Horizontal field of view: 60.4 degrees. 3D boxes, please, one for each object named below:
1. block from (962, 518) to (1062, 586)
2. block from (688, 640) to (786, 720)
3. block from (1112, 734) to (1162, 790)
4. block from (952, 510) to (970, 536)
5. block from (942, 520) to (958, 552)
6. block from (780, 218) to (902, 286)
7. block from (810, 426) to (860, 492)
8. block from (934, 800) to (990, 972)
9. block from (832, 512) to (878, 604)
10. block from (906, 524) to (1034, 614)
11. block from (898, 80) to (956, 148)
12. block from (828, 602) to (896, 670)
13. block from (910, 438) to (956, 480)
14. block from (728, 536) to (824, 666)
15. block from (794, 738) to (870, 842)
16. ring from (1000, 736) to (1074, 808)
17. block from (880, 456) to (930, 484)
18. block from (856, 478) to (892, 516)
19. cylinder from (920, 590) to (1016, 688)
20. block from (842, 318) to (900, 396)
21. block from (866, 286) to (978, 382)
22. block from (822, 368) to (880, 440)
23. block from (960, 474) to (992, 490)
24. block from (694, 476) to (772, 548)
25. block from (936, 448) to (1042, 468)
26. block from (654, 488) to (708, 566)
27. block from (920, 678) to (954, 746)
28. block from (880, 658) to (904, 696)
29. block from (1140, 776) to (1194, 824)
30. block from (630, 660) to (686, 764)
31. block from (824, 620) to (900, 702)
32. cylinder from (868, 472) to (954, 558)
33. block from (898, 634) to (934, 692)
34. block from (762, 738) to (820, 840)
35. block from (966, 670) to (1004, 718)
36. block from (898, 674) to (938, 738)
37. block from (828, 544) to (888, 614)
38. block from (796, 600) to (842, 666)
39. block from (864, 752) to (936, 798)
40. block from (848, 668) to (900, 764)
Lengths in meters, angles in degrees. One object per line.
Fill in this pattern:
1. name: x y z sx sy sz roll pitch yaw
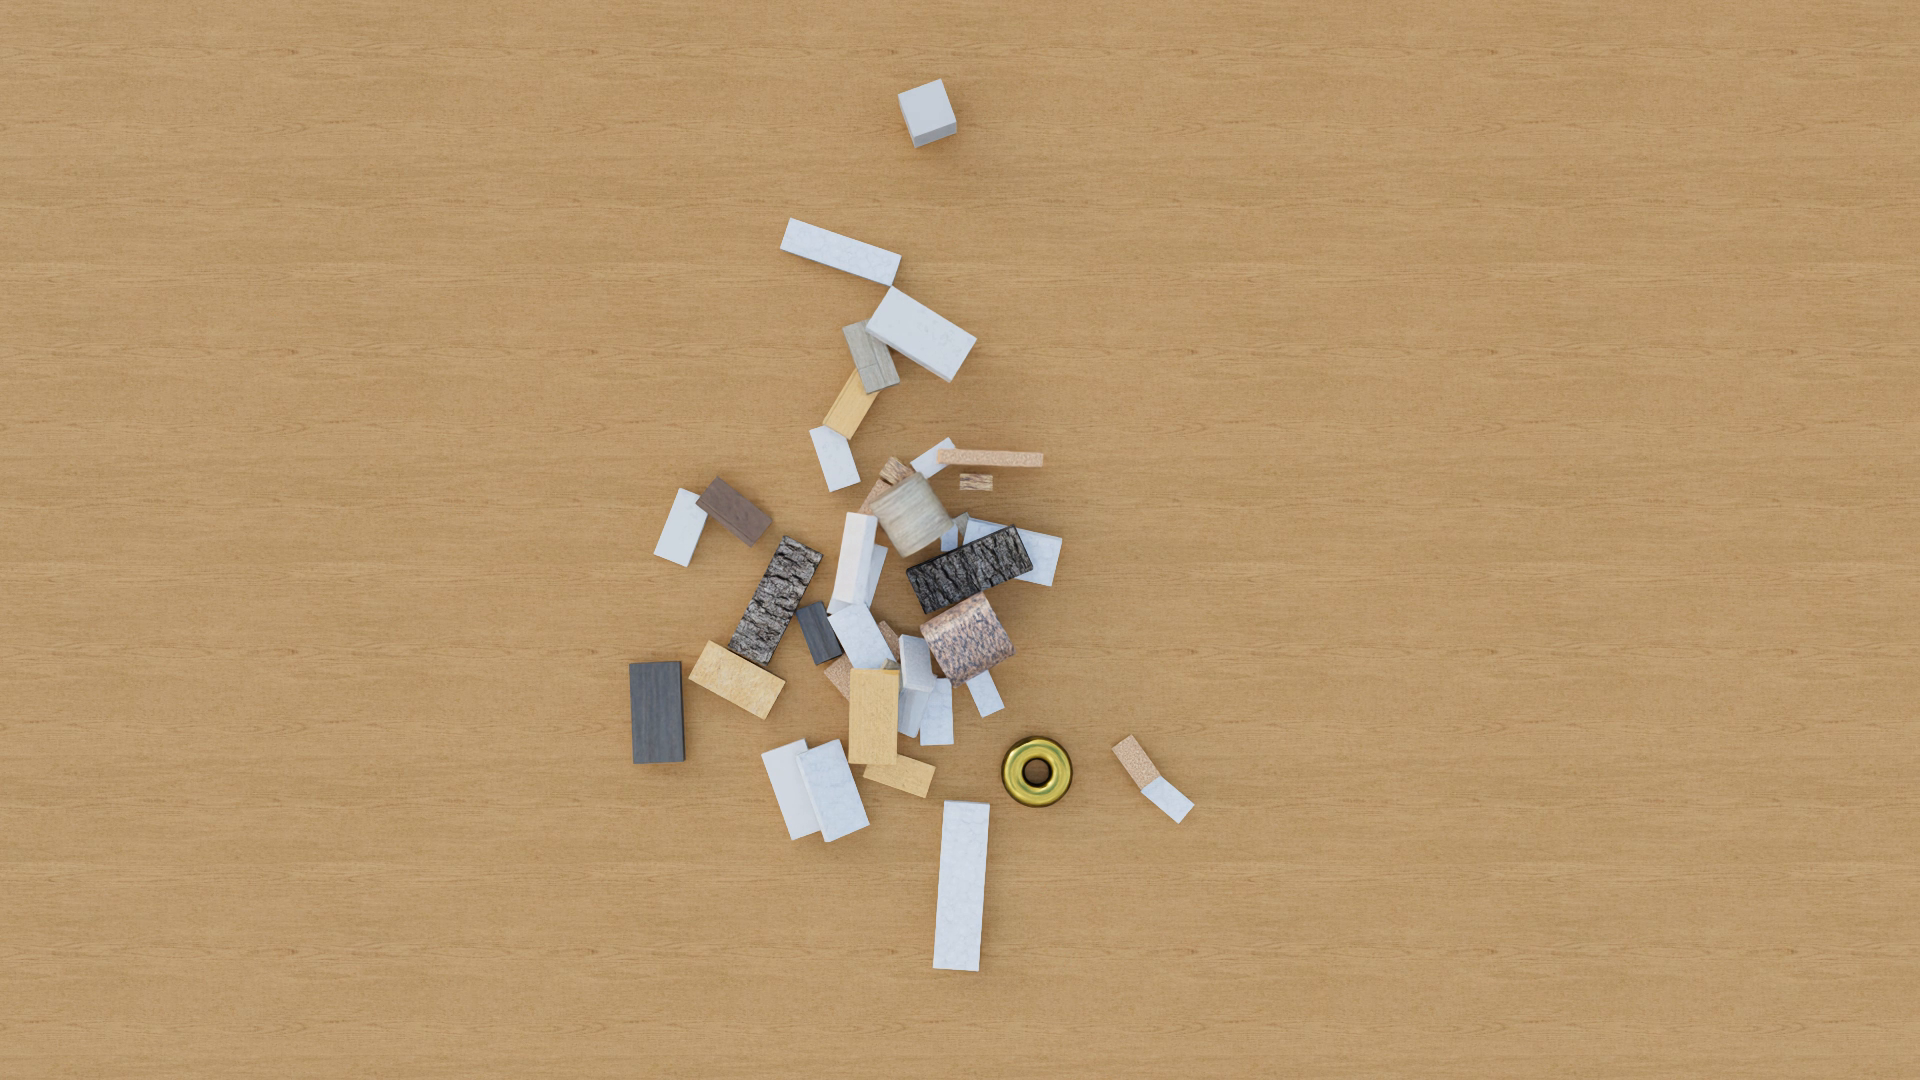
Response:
1. block: 0.166 0.039 5.458 0.316 0.045 0.158 13 105 0
2. block: -0.739 0.463 5.480 0.289 0.041 0.144 29 90 0
3. block: 0.585 0.737 5.475 0.083 0.023 0.166 -36 81 0
4. block: 0.027 -0.037 5.478 0.054 0.015 0.109 -29 102 6
5. block: -0.035 -0.017 5.492 0.054 0.015 0.109 1 90 0
6. block: -0.396 -0.955 5.485 0.390 0.030 0.108 19 90 0
7. block: -0.415 -0.278 5.485 0.108 0.030 0.215 -19 90 0
8. block: 0.005 1.146 5.479 0.151 0.043 0.551 4 90 0
9. block: -0.343 0.059 5.390 0.041 0.144 0.289 10 90 -31
10. block: 0.031 0.097 5.434 0.389 0.045 0.158 -23 102 8
11. block: -0.106 -1.402 5.426 0.148 0.148 0.148 -20 90 0
12. block: -0.317 0.340 5.444 0.132 0.037 0.264 -28 90 0
13. block: -0.081 -0.268 5.489 0.153 0.022 0.076 -34 90 0
14. block: -0.613 0.202 5.480 0.144 0.041 0.415 27 90 0
15. block: -0.422 0.827 5.449 0.151 0.043 0.301 -20 90 -25
16. ring: 0.255 0.768 5.461 0.240 0.080 0.240 0 90 1
17. block: -0.185 -0.206 5.476 0.153 0.022 0.077 35 111 0
18. block: -0.278 -0.120 5.489 0.076 0.022 0.153 32 90 0
19. cylinder: 0.027 0.324 5.383 0.235 0.235 0.235 -30 90 0
20. block: -0.294 -0.610 5.462 0.118 0.033 0.236 -20 84 -10
21. block: -0.129 -0.679 5.454 0.331 0.047 0.166 31 78 -2
22. block: -0.355 -0.450 5.466 0.108 0.030 0.215 30 80 0
23. block: 0.054 -0.193 5.492 0.109 0.015 0.054 1 90 0
24. block: -0.748 -0.094 5.463 0.236 0.033 0.118 39 87 -9
25. block: 0.096 -0.268 5.403 0.331 0.166 0.047 2 92 -5
26. block: -0.918 -0.042 5.483 0.118 0.033 0.236 22 90 0
27. block: -0.080 0.570 5.485 0.109 0.031 0.219 -2 90 0
28. block: -0.246 0.489 5.425 0.096 0.027 0.193 26 105 -20
29. block: 0.689 0.857 5.488 0.166 0.023 0.083 40 90 0
30. block: -1.005 0.572 5.477 0.166 0.047 0.331 -2 90 0
31. block: -0.310 0.401 5.481 0.264 0.037 0.132 -41 90 0
32. cylinder: -0.160 -0.084 5.386 0.206 0.206 0.206 -32 97 0
33. block: -0.144 0.404 5.412 0.096 0.027 0.193 13 48 -24
34. block: -0.536 0.827 5.479 0.151 0.043 0.301 -20 90 0
35. block: 0.077 0.498 5.488 0.083 0.023 0.166 -24 90 0
36. block: -0.162 0.532 5.460 0.109 0.031 0.219 20 96 15
37. block: -0.340 0.133 5.481 0.132 0.037 0.264 17 90 0
38. block: -0.467 0.308 5.468 0.096 0.027 0.193 -22 79 0
39. block: -0.201 0.769 5.485 0.219 0.031 0.109 19 90 0
40. block: -0.282 0.579 5.403 0.158 0.045 0.316 2 106 0
